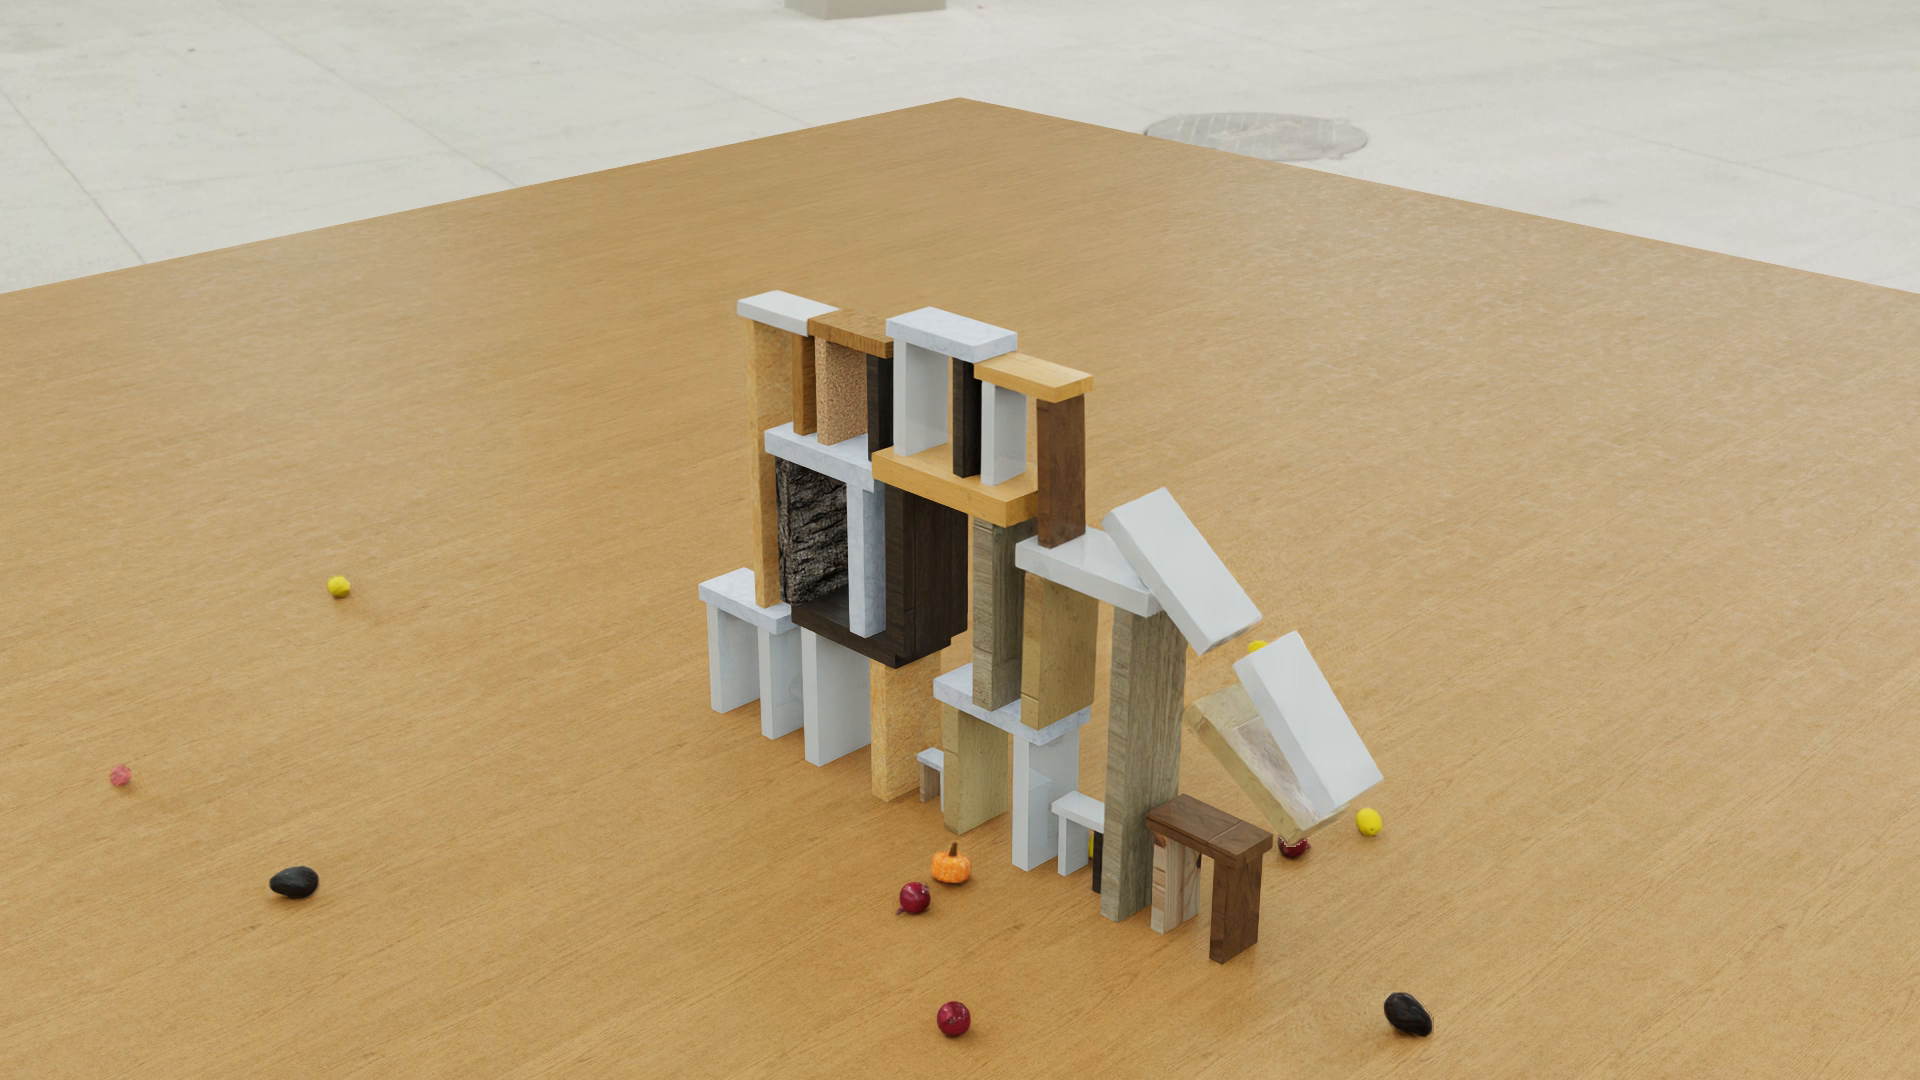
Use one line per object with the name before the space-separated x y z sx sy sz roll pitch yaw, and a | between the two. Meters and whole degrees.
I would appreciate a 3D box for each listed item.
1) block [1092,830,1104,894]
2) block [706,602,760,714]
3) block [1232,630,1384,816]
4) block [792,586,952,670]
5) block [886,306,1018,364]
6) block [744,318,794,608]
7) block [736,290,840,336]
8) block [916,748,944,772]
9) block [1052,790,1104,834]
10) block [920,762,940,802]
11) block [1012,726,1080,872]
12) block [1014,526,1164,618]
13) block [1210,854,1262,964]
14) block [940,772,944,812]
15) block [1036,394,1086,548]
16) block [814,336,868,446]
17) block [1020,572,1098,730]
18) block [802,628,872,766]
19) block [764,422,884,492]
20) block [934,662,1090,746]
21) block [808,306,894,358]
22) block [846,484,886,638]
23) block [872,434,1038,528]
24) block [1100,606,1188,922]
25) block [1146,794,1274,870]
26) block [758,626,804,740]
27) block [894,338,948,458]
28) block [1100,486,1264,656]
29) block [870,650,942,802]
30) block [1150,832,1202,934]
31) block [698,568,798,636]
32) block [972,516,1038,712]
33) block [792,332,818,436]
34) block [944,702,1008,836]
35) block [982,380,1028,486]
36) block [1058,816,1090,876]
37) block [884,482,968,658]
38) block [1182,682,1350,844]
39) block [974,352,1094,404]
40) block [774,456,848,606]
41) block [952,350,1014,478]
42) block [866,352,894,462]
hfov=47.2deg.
block | 0.282 0.599 4.178 0.019 0.133 0.067 21 31 41
block | -0.493 0.242 4.859 0.037 0.258 0.129 21 31 41
block | 0.589 0.308 3.721 0.146 0.292 0.041 -21 -12 -44
block | -0.184 0.172 4.500 0.312 0.044 0.156 21 31 41
block | -0.017 -0.382 4.078 0.230 0.033 0.115 21 31 40
block | -0.387 -0.167 4.581 0.106 0.640 0.030 -21 31 -41
block | -0.336 -0.454 4.398 0.212 0.030 0.106 21 31 40
block | -0.040 0.448 4.456 0.091 0.013 0.045 21 31 41
block | 0.247 0.518 4.176 0.133 0.019 0.067 19 29 37
block | -0.061 0.487 4.496 0.013 0.091 0.045 21 31 41
block | 0.166 0.485 4.254 0.040 0.284 0.142 21 31 41
block | 0.267 0.049 3.950 0.314 0.044 0.157 21 31 40
block | 0.498 0.651 3.961 0.029 0.207 0.104 21 31 41
block | -0.019 0.504 4.457 0.013 0.091 0.045 21 31 41
block | 0.183 -0.131 3.959 0.028 0.279 0.100 17 28 39
block | -0.233 -0.307 4.352 0.031 0.220 0.110 21 31 40
block | 0.187 0.183 4.095 0.044 0.314 0.157 23 32 40
block | -0.257 0.307 4.638 0.044 0.312 0.156 21 31 41
block | -0.224 -0.178 4.388 0.320 0.045 0.160 21 31 40
block | 0.099 0.309 4.252 0.284 0.040 0.142 21 31 41
block | -0.180 -0.402 4.254 0.220 0.031 0.110 21 31 40
block | -0.149 0.020 4.390 0.160 0.320 0.045 -21 31 -41
block | 0.020 -0.118 4.152 0.355 0.050 0.178 21 31 41
block | 0.337 0.391 4.020 0.044 0.639 0.157 23 32 40
block | 0.449 0.523 3.960 0.207 0.029 0.103 21 31 41
block | -0.371 0.290 4.747 0.037 0.258 0.129 21 31 41
block | -0.074 -0.283 4.182 0.033 0.229 0.115 22 32 40
block | 0.386 0.052 3.831 0.146 0.041 0.292 -23 71 -41
block | -0.110 0.364 4.502 0.044 0.312 0.156 21 31 41
block | 0.400 0.613 4.051 0.029 0.207 0.104 21 31 41
block | -0.432 0.130 4.746 0.129 0.037 0.258 -21 31 -41
block | 0.104 0.116 4.161 0.050 0.387 0.178 21 31 40
block | -0.285 -0.324 4.402 0.030 0.212 0.106 23 32 40
block | 0.032 0.433 4.377 0.040 0.284 0.142 21 31 41
block | 0.082 -0.209 4.044 0.028 0.200 0.100 18 29 35
block | 0.219 0.575 4.235 0.019 0.133 0.067 21 31 41
block | -0.064 0.036 4.308 0.050 0.355 0.178 22 31 40
block | 0.530 0.383 3.816 0.146 0.041 0.292 -18 60 -45
block | 0.131 -0.294 3.950 0.100 0.028 0.200 -21 30 -40
block | -0.300 -0.039 4.530 0.160 0.320 0.045 -21 31 -40
block | 0.043 -0.238 4.075 0.115 0.229 0.033 -15 27 -32
block | -0.128 -0.266 4.257 0.031 0.221 0.110 21 31 40
